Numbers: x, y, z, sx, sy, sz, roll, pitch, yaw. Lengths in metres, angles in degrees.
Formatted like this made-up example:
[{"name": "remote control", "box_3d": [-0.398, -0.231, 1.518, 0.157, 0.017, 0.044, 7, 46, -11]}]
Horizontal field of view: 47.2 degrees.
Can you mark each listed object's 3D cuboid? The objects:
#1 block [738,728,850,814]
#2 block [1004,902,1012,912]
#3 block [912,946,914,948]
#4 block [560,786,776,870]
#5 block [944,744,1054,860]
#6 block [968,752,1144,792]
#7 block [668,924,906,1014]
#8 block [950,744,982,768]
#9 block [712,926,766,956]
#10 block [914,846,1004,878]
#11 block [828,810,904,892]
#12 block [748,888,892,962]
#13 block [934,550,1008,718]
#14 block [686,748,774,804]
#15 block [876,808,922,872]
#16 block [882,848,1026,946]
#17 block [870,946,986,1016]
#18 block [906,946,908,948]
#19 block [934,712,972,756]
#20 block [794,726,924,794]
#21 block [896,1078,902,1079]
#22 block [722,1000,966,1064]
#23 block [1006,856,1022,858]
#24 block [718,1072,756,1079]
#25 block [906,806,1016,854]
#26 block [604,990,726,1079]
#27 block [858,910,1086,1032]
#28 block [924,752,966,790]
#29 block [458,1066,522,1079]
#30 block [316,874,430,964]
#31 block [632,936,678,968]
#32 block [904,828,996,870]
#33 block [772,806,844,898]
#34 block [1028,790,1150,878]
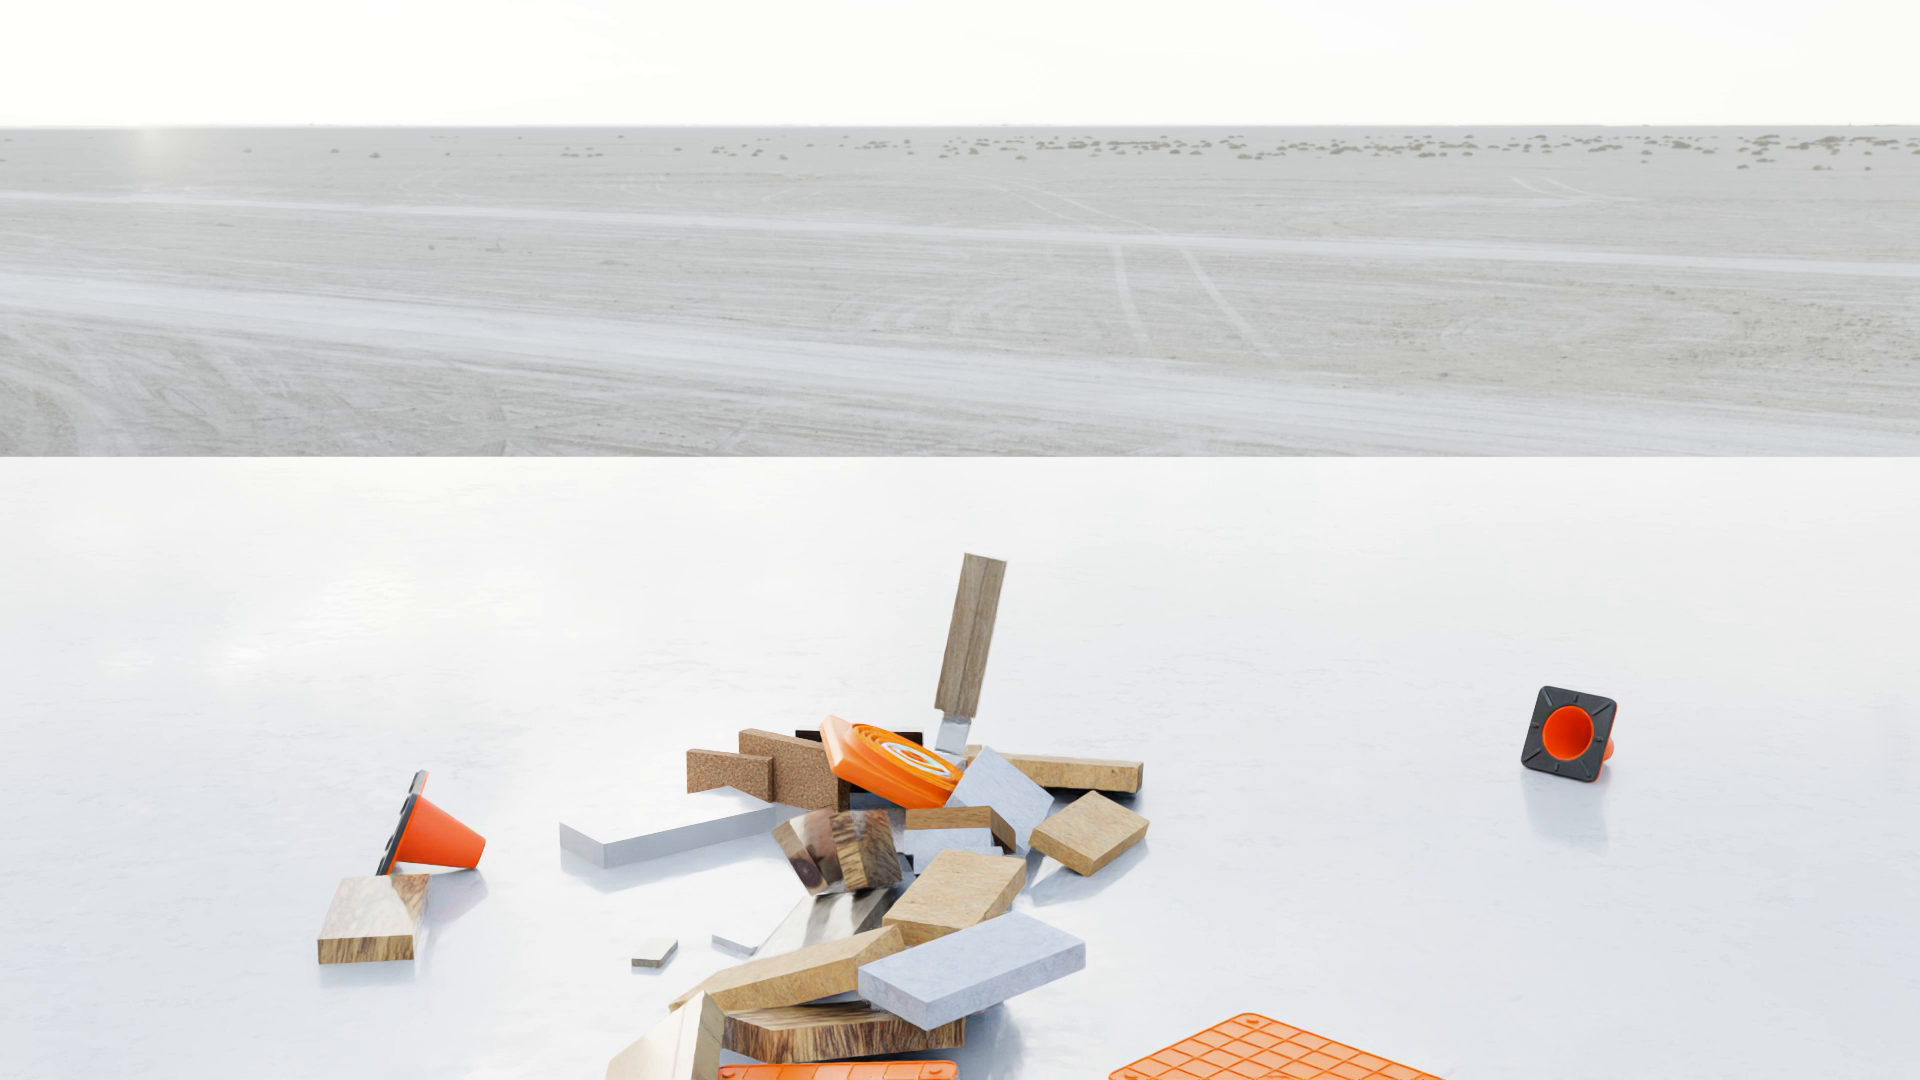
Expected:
[{"name": "block", "box_3d": [-0.315, 0.437, 4.156, 0.246, 0.123, 0.035, 8, 13, 36]}, {"name": "block", "box_3d": [0.005, 0.566, 3.450, 0.133, 0.038, 0.266, -1, -10, -3]}, {"name": "block", "box_3d": [0.003, 0.595, 3.284, 0.133, 0.038, 0.266, 2, -3, 3]}, {"name": "block", "box_3d": [-0.523, 0.514, 3.954, 0.354, 0.046, 0.161, -8, 13, -37]}, {"name": "block", "box_3d": [0.069, 0.475, 3.925, 0.161, 0.046, 0.322, 38, 15, 2]}, {"name": "block", "box_3d": [0.185, 0.444, 4.218, 0.322, 0.046, 0.161, 3, -2, 9]}, {"name": "block", "box_3d": [-0.242, 0.617, 3.096, 0.305, 0.043, 0.153, -19, 1, 23]}, {"name": "block", "box_3d": [0.011, 0.436, 4.452, 0.058, 0.016, 0.116, 1, 11, 6]}, {"name": "block", "box_3d": [-0.341, 0.627, 3.437, 0.092, 0.013, 0.046, 9, 14, 42]}, {"name": "block", "box_3d": [0.005, 0.533, 3.528, 0.137, 0.039, 0.274, -2, -16, 3]}, {"name": "block", "box_3d": [-0.152, 0.506, 3.593, 0.035, 0.122, 0.245, -17, -10, 10]}, {"name": "block", "box_3d": [-0.215, 0.612, 3.368, 0.143, 0.040, 0.329, -8, 8, 14]}, {"name": "block", "box_3d": [0.022, 0.188, 4.379, 0.087, 0.322, 0.025, 13, 7, 11]}, {"name": "block", "box_3d": [-0.438, 0.450, 4.186, 0.174, 0.087, 0.025, 4, 11, 21]}, {"name": "block", "box_3d": [-0.099, 0.530, 3.897, 0.123, 0.035, 0.246, 1, 11, 4]}, {"name": "block", "box_3d": [-0.005, 0.528, 3.232, 0.133, 0.038, 0.266, 5, 15, 18]}, {"name": "block", "box_3d": [-0.024, 0.630, 3.152, 0.153, 0.043, 0.305, 2, -2, 9]}, {"name": "block", "box_3d": [-0.128, 0.627, 3.372, 0.092, 0.013, 0.046, -13, 0, -20]}, {"name": "block", "box_3d": [-0.009, 0.374, 4.407, 0.058, 0.116, 0.016, 12, -29, 6]}, {"name": "block", "box_3d": [-0.193, 0.422, 4.235, 0.246, 0.123, 0.035, 1, 11, 3]}, {"name": "block", "box_3d": [-0.086, 0.737, 2.817, 0.079, 0.022, 0.158, 6, 12, 28]}, {"name": "block", "box_3d": [-0.162, 0.661, 2.970, 0.305, 0.043, 0.153, 4, -3, -36]}, {"name": "block", "box_3d": [0.050, 0.509, 3.379, 0.092, 0.046, 0.013, -1, -24, 3]}, {"name": "block", "box_3d": [-0.324, 0.732, 2.841, 0.079, 0.022, 0.157, 2, 11, 12]}, {"name": "block", "box_3d": [0.004, 0.483, 3.635, 0.137, 0.039, 0.274, -4, -16, 9]}, {"name": "block", "box_3d": [-0.380, 0.690, 2.765, 0.160, 0.045, 0.320, -37, 10, 4]}, {"name": "block", "box_3d": [0.018, 0.582, 2.992, 0.285, 0.040, 0.143, -12, 18, -39]}, {"name": "block", "box_3d": [-0.086, 0.446, 4.321, 0.174, 0.025, 0.087, 6, 26, 30]}, {"name": "block", "box_3d": [-0.626, 0.719, 2.605, 0.160, 0.045, 0.319, 7, 13, 34]}, {"name": "block", "box_3d": [-0.930, 0.600, 3.502, 0.143, 0.040, 0.285, -2, 11, -8]}, {"name": "block", "box_3d": [-0.470, 0.635, 3.389, 0.046, 0.013, 0.092, 2, 11, 10]}, {"name": "block", "box_3d": [-0.012, 0.513, 3.596, 0.137, 0.039, 0.274, -2, -16, 3]}, {"name": "block", "box_3d": [-0.230, 0.512, 3.630, 0.035, 0.122, 0.245, -34, -8, 10]}, {"name": "block", "box_3d": [0.229, 0.515, 3.870, 0.122, 0.035, 0.245, 26, 21, 22]}]
